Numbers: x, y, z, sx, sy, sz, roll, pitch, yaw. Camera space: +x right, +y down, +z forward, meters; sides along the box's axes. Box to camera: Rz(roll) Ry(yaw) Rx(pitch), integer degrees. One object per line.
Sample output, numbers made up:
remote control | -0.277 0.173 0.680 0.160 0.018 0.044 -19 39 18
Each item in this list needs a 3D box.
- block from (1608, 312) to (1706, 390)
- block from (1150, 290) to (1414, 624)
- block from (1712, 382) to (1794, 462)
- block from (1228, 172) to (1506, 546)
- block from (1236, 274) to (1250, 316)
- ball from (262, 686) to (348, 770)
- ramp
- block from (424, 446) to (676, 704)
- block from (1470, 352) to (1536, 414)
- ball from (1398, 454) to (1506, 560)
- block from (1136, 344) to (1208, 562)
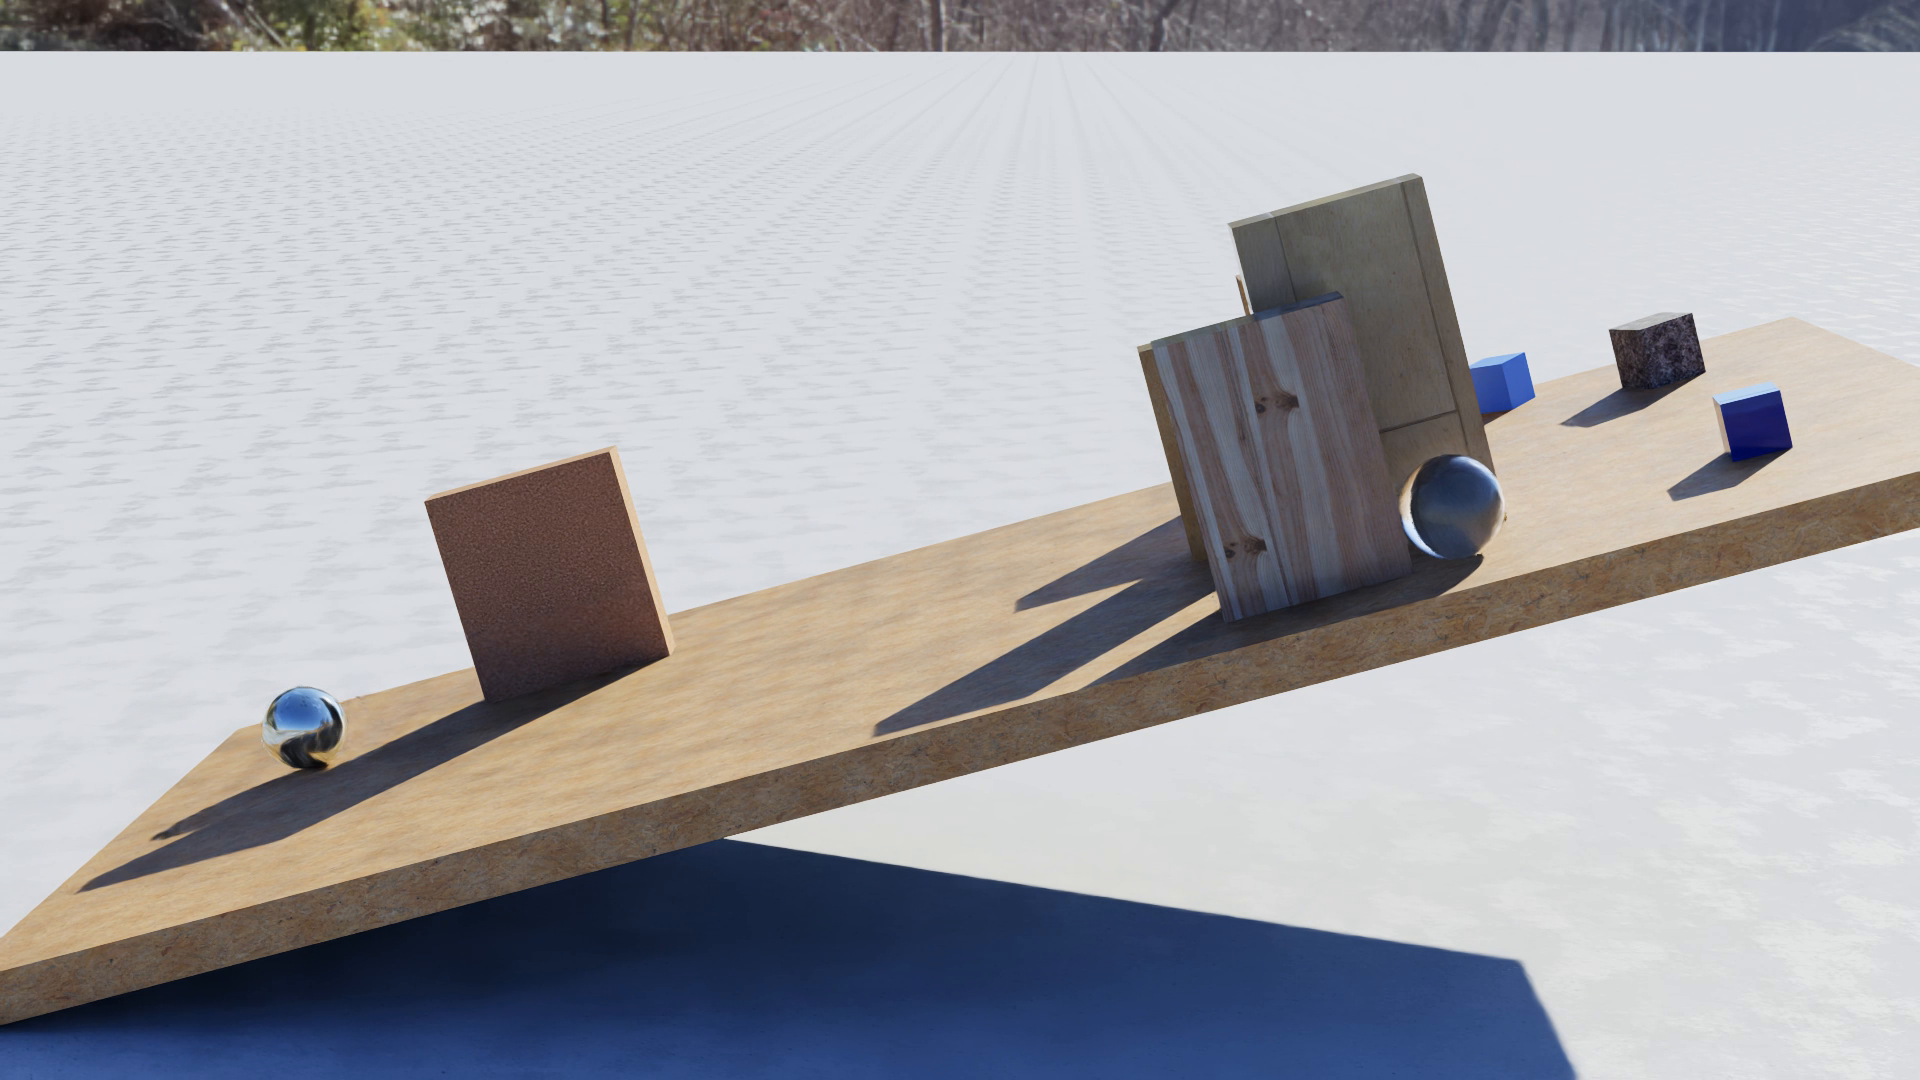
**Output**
block | 1.605 -0.437 6.774 0.141 0.141 0.141 -18 10 -15
block | 0.606 -0.157 5.548 0.366 0.536 0.141 -15 9 4
block | 1.546 -0.232 5.741 0.116 0.116 0.116 -14 9 9
block | 0.798 -0.332 5.780 0.377 0.691 0.144 -15 9 4
block | 0.919 -0.454 6.995 0.418 0.465 0.129 -15 9 4
ball | -1.476 0.423 6.623 0.187 0.187 0.187 0 10 0
ramp | 0.082 0.190 6.328 4.000 0.100 2.000 -15 9 4
block | -0.949 0.080 6.827 0.446 0.494 0.105 -15 9 4
block | 1.284 -0.373 7.014 0.112 0.112 0.112 -7 13 42
ball | 0.921 -0.062 5.514 0.198 0.198 0.198 0 10 0
block | 0.574 -0.218 6.195 0.293 0.460 0.111 -15 9 4
